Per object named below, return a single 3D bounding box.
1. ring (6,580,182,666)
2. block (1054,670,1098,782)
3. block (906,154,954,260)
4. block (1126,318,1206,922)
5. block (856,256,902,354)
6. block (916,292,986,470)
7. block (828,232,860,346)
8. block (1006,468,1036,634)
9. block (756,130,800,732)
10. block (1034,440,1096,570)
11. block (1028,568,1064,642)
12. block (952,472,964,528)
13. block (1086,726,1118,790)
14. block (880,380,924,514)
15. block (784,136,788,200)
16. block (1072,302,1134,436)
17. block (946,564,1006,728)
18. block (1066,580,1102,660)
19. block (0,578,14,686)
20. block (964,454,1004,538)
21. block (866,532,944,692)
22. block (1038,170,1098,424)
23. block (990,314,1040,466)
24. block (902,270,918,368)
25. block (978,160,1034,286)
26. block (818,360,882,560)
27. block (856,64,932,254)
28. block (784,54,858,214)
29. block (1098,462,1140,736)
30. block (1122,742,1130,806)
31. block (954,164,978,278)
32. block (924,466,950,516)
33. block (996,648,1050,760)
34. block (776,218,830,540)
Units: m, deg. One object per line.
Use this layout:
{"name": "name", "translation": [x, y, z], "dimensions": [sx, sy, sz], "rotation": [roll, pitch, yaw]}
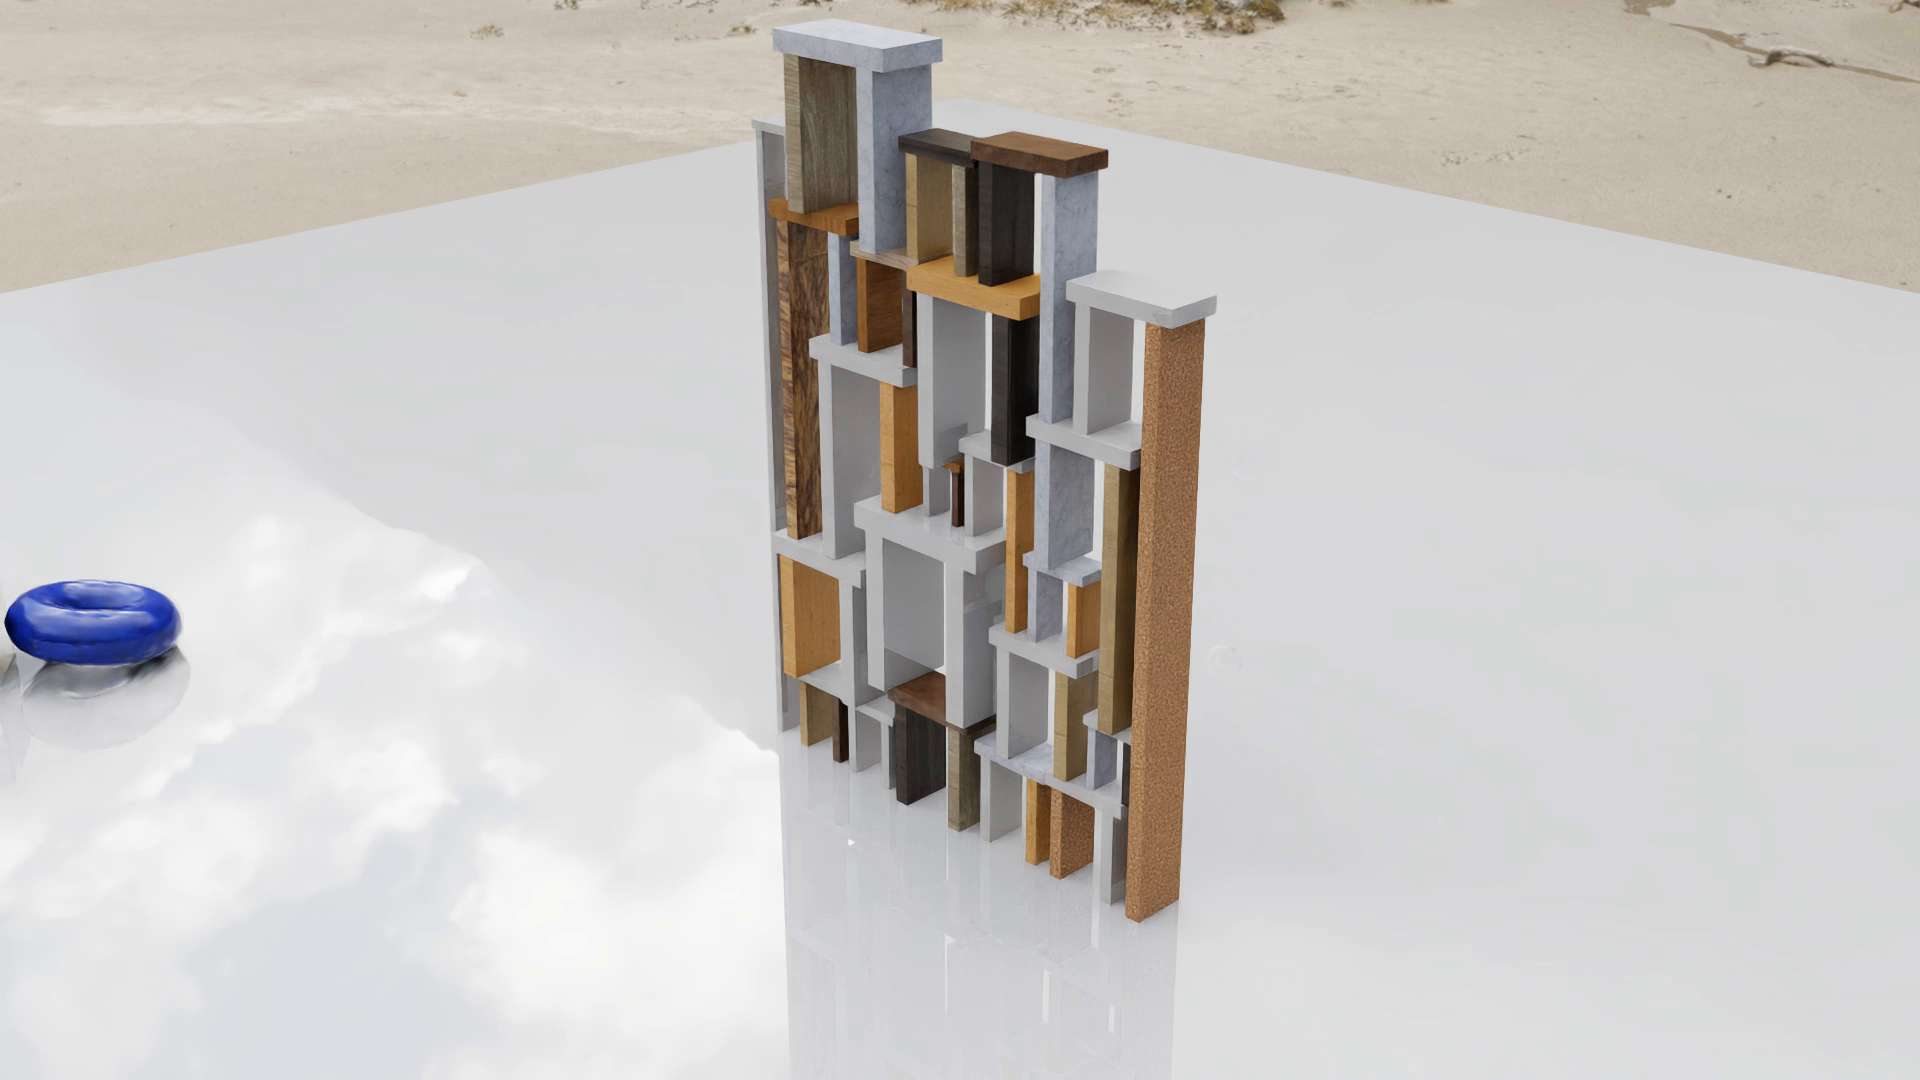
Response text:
{"name": "ring", "translation": [-2.000, 0.190, 5.085], "dimensions": [0.384, 0.128, 0.384], "rotation": [7, 13, -2]}
{"name": "block", "translation": [0.226, 0.332, 4.126], "dimensions": [0.032, 0.223, 0.112], "rotation": [21, 31, 41]}
{"name": "block", "translation": [-0.054, -0.619, 4.026], "dimensions": [0.027, 0.194, 0.097], "rotation": [21, 31, 40]}
{"name": "block", "translation": [0.361, 0.158, 3.907], "dimensions": [0.033, 1.157, 0.117], "rotation": [21, 31, 41]}
{"name": "block", "translation": [-0.153, -0.457, 4.197], "dimensions": [0.026, 0.185, 0.093], "rotation": [21, 31, 41]}
{"name": "block", "translation": [-0.015, -0.311, 4.092], "dimensions": [0.040, 0.334, 0.140], "rotation": [21, 31, 40]}
{"name": "block", "translation": [-0.201, -0.495, 4.240], "dimensions": [0.031, 0.220, 0.110], "rotation": [21, 31, 41]}
{"name": "block", "translation": [0.123, 0.012, 4.098], "dimensions": [0.081, 0.327, 0.023], "rotation": [-21, 31, -40]}
{"name": "block", "translation": [-0.369, -0.199, 4.546], "dimensions": [0.018, 1.316, 0.063], "rotation": [21, 31, 41]}
{"name": "block", "translation": [0.190, -0.080, 3.985], "dimensions": [0.035, 0.245, 0.122], "rotation": [21, 31, 41]}
{"name": "block", "translation": [0.160, 0.111, 4.094], "dimensions": [0.074, 0.148, 0.021], "rotation": [-21, 31, -41]}
{"name": "block", "translation": [0.010, -0.087, 4.181], "dimensions": [0.016, 0.115, 0.058], "rotation": [21, 31, 40]}
{"name": "block", "translation": [0.266, 0.397, 4.098], "dimensions": [0.064, 0.129, 0.018], "rotation": [-21, 31, -41]}
{"name": "block", "translation": [-0.092, -0.194, 4.246], "dimensions": [0.131, 0.263, 0.037], "rotation": [-21, 31, -41]}
{"name": "block", "translation": [-0.310, -0.724, 4.258], "dimensions": [0.063, 0.125, 0.018], "rotation": [-21, 31, -40]}
{"name": "block", "translation": [0.250, -0.310, 3.828], "dimensions": [0.033, 0.234, 0.117], "rotation": [21, 31, 41]}
{"name": "block", "translation": [0.049, 0.181, 4.248], "dimensions": [0.167, 0.335, 0.047], "rotation": [-21, 31, -40]}
{"name": "block", "translation": [0.229, 0.137, 4.030], "dimensions": [0.021, 0.148, 0.074], "rotation": [21, 31, 41]}
{"name": "block", "translation": [-2.299, 0.208, 4.970], "dimensions": [0.231, 0.231, 0.231], "rotation": [-5, 24, -11]}
{"name": "block", "translation": [0.045, -0.094, 4.137], "dimensions": [0.081, 0.163, 0.023], "rotation": [-21, 31, -41]}
{"name": "block", "translation": [-0.109, 0.119, 4.394], "dimensions": [0.167, 0.335, 0.047], "rotation": [-21, 31, -41]}
{"name": "block", "translation": [0.189, -0.427, 3.836], "dimensions": [0.110, 0.442, 0.031], "rotation": [-21, 31, -41]}
{"name": "block", "translation": [0.119, -0.286, 3.962], "dimensions": [0.040, 0.280, 0.140], "rotation": [21, 31, 40]}
{"name": "block", "translation": [-0.065, -0.423, 4.117], "dimensions": [0.026, 0.185, 0.093], "rotation": [21, 31, 40]}
{"name": "block", "translation": [0.083, -0.568, 3.885], "dimensions": [0.031, 0.220, 0.110], "rotation": [21, 31, 40]}
{"name": "block", "translation": [-0.217, -0.173, 4.389], "dimensions": [0.131, 0.414, 0.037], "rotation": [-21, 31, -40]}
{"name": "block", "translation": [-0.119, -0.708, 4.051], "dimensions": [0.042, 0.338, 0.149], "rotation": [21, 31, 40]}
{"name": "block", "translation": [-0.260, -0.781, 4.172], "dimensions": [0.149, 0.298, 0.042], "rotation": [-21, 31, -40]}
{"name": "block", "translation": [0.306, 0.093, 3.933], "dimensions": [0.122, 0.521, 0.035], "rotation": [-21, 31, -40]}
{"name": "block", "translation": [0.326, 0.420, 4.042], "dimensions": [0.064, 0.129, 0.018], "rotation": [-21, 31, -41]}
{"name": "block", "translation": [0.033, -0.579, 3.939], "dimensions": [0.027, 0.200, 0.097], "rotation": [21, 31, 40]}
{"name": "block", "translation": [-0.044, -0.108, 4.231], "dimensions": [0.016, 0.115, 0.058], "rotation": [21, 31, 40]}
{"name": "block", "translation": [0.121, 0.296, 4.224], "dimensions": [0.032, 0.231, 0.112], "rotation": [21, 31, 41]}
{"name": "block", "translation": [-0.305, -0.328, 4.424], "dimensions": [0.110, 0.672, 0.031], "rotation": [-21, 31, -40]}
